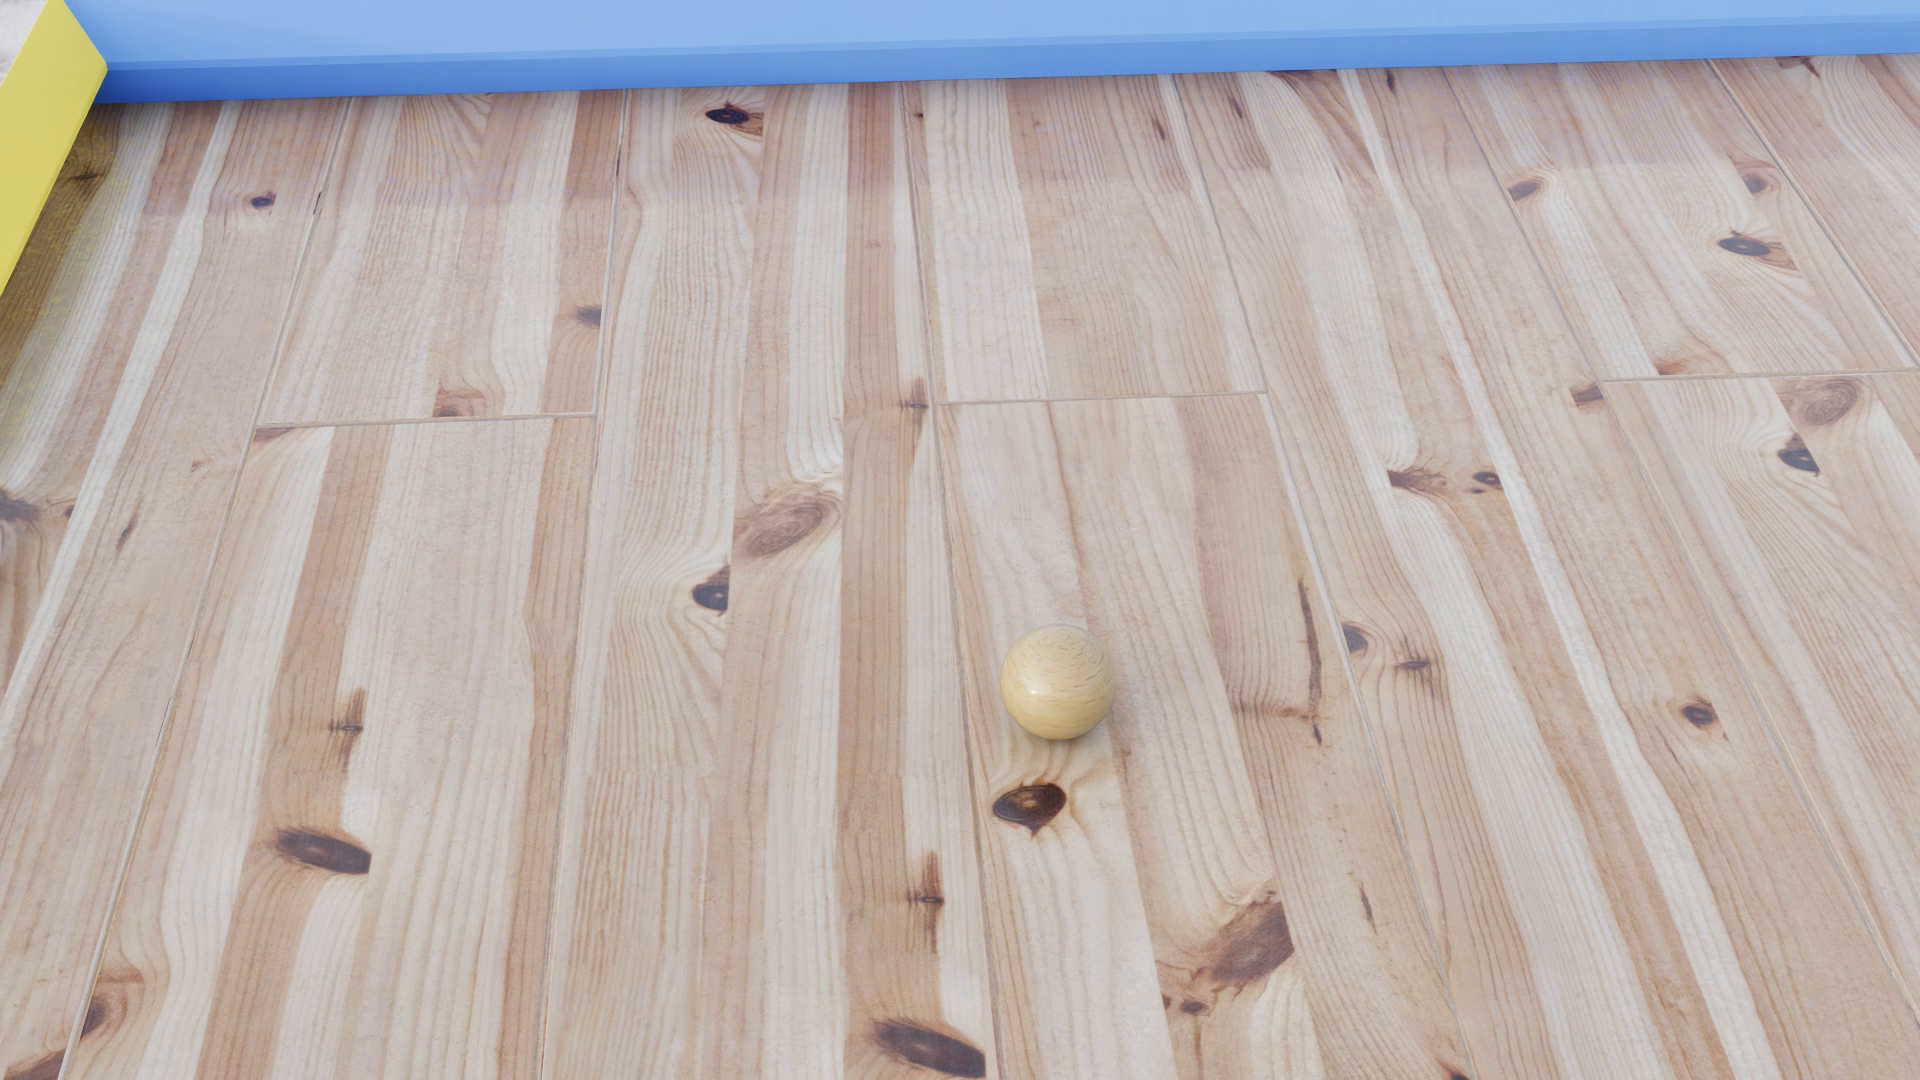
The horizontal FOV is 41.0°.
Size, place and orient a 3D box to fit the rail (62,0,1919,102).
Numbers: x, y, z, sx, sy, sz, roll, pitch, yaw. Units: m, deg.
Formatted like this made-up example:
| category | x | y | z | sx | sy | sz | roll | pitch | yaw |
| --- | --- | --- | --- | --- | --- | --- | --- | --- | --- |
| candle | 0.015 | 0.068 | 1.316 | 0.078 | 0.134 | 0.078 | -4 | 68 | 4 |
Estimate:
| category | x | y | z | sx | sy | sz | roll | pitch | yaw |
| --- | --- | --- | --- | --- | --- | --- | --- | --- | --- |
| rail | 0.699 | -0.482 | 2.341 | 2.995 | 0.110 | 0.045 | -2 | 36 | -3 |

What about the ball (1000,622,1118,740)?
| category | x | y | z | sx | sy | sz | roll | pitch | yaw |
| --- | --- | --- | --- | --- | --- | --- | --- | --- | --- |
| ball | 0.061 | 0.087 | 1.583 | 0.073 | 0.073 | 0.073 | 0 | 36 | 0 |

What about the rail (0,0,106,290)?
| category | x | y | z | sx | sy | sz | roll | pitch | yaw |
| --- | --- | --- | --- | --- | --- | --- | --- | --- | --- |
| rail | -0.724 | 0.011 | 1.656 | 0.045 | 0.110 | 1.551 | -2 | 36 | -3 |
